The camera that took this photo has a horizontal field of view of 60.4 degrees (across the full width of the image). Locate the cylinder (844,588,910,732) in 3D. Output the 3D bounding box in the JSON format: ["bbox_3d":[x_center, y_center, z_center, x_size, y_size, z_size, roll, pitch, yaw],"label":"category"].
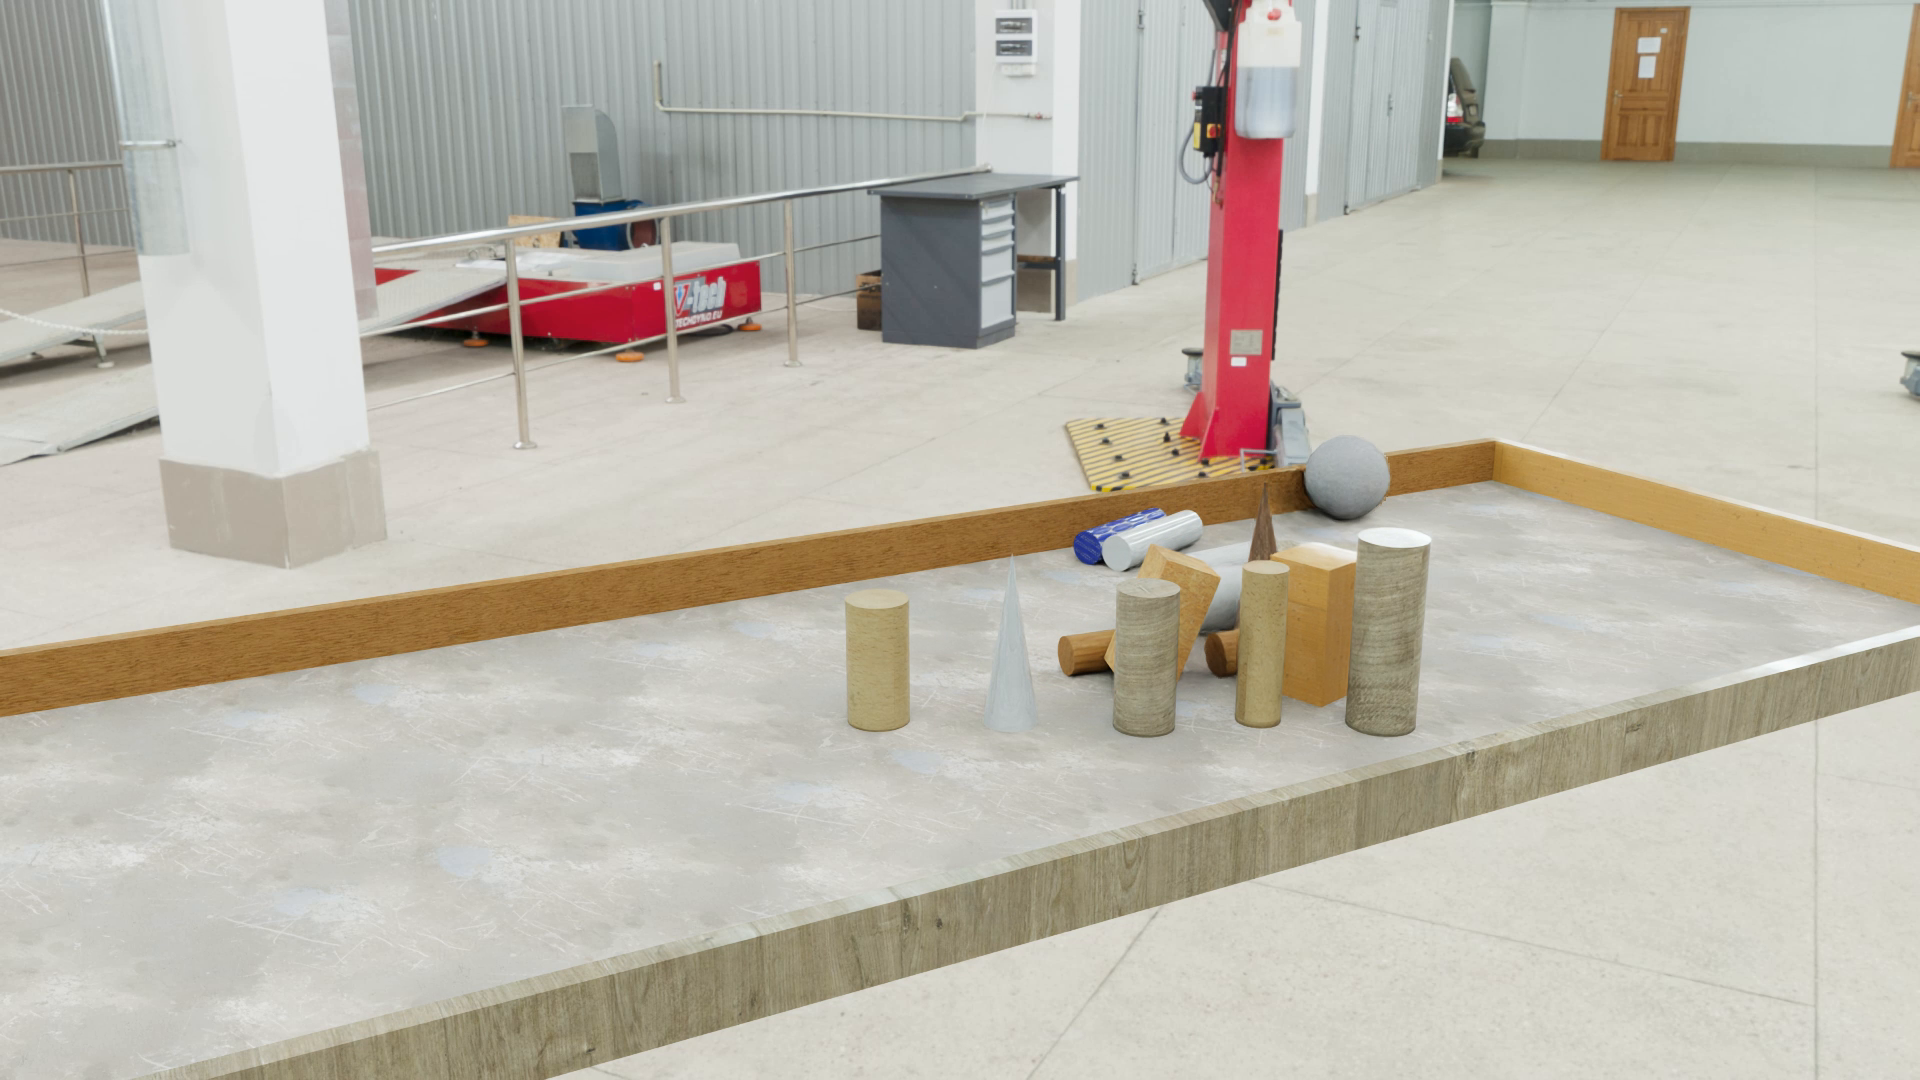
[{"bbox_3d":[-0.192,0.281,3.864,0.149,0.302,0.149,0,16,0],"label":"cylinder"}]

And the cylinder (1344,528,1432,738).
[{"bbox_3d":[0.989,0.213,3.819,0.162,0.457,0.162,0,16,0],"label":"cylinder"}]

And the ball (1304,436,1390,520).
[{"bbox_3d":[1.306,-0.211,5.573,0.281,0.281,0.281,0,16,0],"label":"ball"}]

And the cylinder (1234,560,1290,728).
[{"bbox_3d":[0.705,0.244,3.853,0.108,0.379,0.108,0,16,0],"label":"cylinder"}]

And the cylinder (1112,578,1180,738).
[{"bbox_3d":[0.432,0.272,3.825,0.146,0.340,0.146,0,16,0],"label":"cylinder"}]

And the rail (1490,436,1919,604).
[{"bbox_3d":[2.466,-0.048,5.253,0.050,0.150,2.100,-9,18,-27],"label":"rail"}]

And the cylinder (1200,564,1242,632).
[{"bbox_3d":[0.784,0.156,4.508,0.414,0.179,0.179,-2,17,-8],"label":"cylinder"}]

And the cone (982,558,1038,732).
[{"bbox_3d":[0.120,0.229,3.838,0.132,0.417,0.132,0,16,0],"label":"cone"}]

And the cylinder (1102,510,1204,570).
[{"bbox_3d":[0.606,-0.001,5.162,0.111,0.111,0.392,14,21,39],"label":"cylinder"}]

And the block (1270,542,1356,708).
[{"bbox_3d":[0.874,0.204,4.047,0.172,0.346,0.172,-15,22,-41],"label":"block"}]

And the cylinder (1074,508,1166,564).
[{"bbox_3d":[0.514,-0.015,5.219,0.105,0.105,0.372,14,21,39],"label":"cylinder"}]

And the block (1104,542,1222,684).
[{"bbox_3d":[0.497,0.195,4.072,0.146,0.318,0.146,18,12,-14],"label":"block"}]

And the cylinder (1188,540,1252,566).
[{"bbox_3d":[0.765,0.084,4.847,0.380,0.126,0.126,-10,19,-32],"label":"cylinder"}]

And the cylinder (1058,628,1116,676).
[{"bbox_3d":[0.412,0.277,4.232,0.309,0.101,0.101,-6,18,-21],"label":"cylinder"}]

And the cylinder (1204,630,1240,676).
[{"bbox_3d":[0.814,0.269,4.229,0.361,0.112,0.112,-8,18,-20],"label":"cylinder"}]

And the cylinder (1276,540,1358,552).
[{"bbox_3d":[1.050,0.091,4.736,0.336,0.173,0.173,2,17,8],"label":"cylinder"}]

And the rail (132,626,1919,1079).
[{"bbox_3d":[-2.336,1.006,1.665,12.000,0.150,0.050,-9,18,-27],"label":"rail"}]

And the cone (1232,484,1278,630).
[{"bbox_3d":[0.795,0.065,4.322,0.173,0.449,0.173,-2,14,0],"label":"cone"}]

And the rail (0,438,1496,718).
[{"bbox_3d":[-3.305,0.497,3.399,12.000,0.150,0.050,-9,18,-27],"label":"rail"}]
